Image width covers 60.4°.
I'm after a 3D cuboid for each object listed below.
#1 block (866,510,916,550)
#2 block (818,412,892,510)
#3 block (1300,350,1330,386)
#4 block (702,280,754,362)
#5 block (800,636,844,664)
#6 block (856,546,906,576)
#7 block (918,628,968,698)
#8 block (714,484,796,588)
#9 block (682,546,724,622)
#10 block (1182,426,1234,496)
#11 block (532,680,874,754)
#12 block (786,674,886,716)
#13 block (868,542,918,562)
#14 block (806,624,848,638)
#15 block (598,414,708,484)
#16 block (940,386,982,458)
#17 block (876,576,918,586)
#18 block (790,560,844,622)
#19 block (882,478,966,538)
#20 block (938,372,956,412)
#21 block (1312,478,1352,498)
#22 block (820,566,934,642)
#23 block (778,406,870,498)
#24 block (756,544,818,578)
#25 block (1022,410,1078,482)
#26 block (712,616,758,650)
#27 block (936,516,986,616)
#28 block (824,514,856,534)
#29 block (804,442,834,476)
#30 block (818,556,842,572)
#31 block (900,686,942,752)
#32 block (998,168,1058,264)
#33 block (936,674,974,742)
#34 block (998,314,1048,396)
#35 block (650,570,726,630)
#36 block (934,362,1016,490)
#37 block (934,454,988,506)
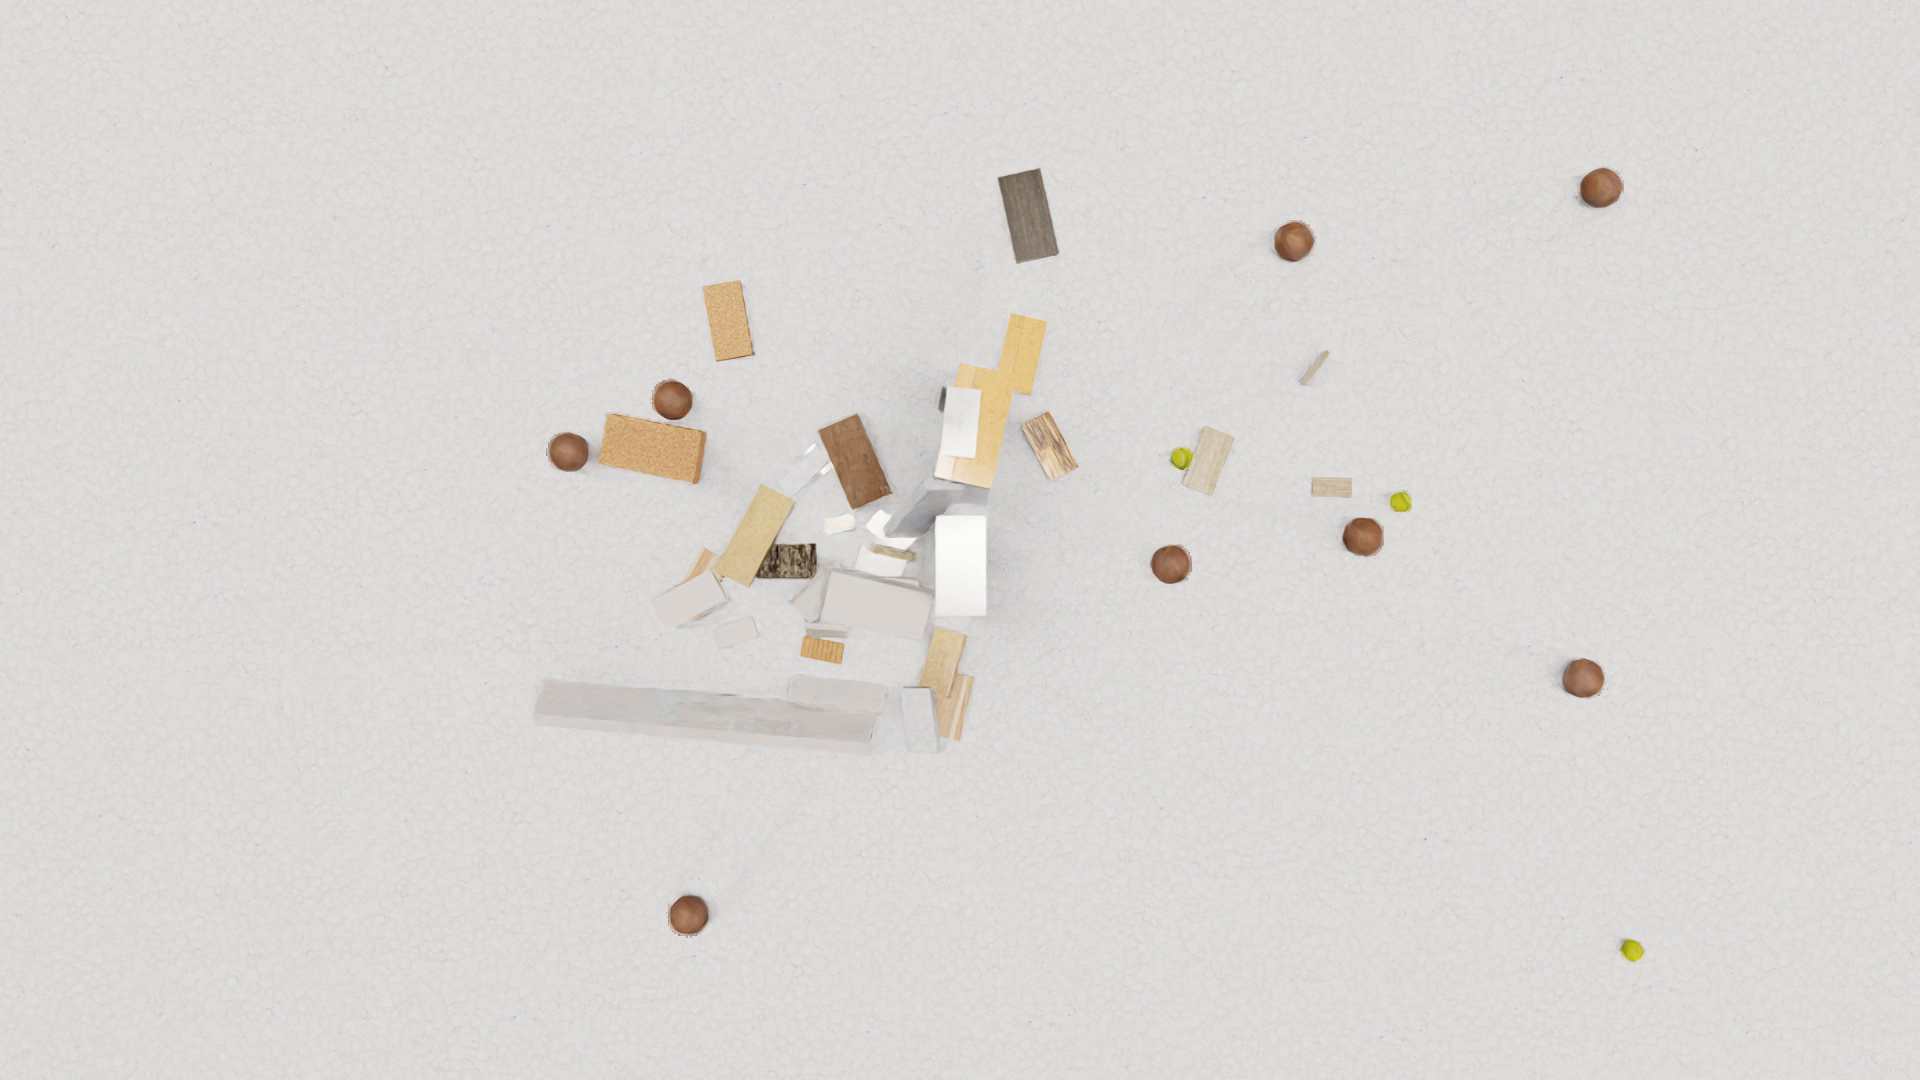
[{"bbox_3d":[-0.231,-0.024,5.489,0.156,0.022,0.078,41,90,0],"label":"block"},{"bbox_3d":[-0.348,-0.260,5.450,0.144,0.041,0.287,-23,101,-2],"label":"block"},{"bbox_3d":[1.176,-0.572,5.468,0.018,0.064,0.129,38,90,0],"label":"block"},{"bbox_3d":[-0.770,-0.728,5.482,0.125,0.035,0.249,-10,90,0],"label":"block"},{"bbox_3d":[-0.459,0.366,5.490,0.138,0.020,0.069,11,90,0],"label":"block"},{"bbox_3d":[-0.264,0.078,5.489,0.156,0.022,0.078,16,90,0],"label":"block"},{"bbox_3d":[-0.057,0.406,5.458,0.108,0.030,0.215,14,85,22],"label":"block"},{"bbox_3d":[-0.676,-0.012,5.452,0.125,0.035,0.326,26,82,8],"label":"block"},{"bbox_3d":[-0.862,0.146,5.484,0.111,0.031,0.222,29,90,0],"label":"block"},{"bbox_3d":[0.825,-0.263,5.485,0.105,0.030,0.211,22,90,0],"label":"block"},{"bbox_3d":[-0.834,0.581,5.417,1.094,0.170,0.048,5,125,0],"label":"block"},{"bbox_3d":[-0.409,0.514,5.460,0.314,0.029,0.101,7,56,0],"label":"block"},{"bbox_3d":[-0.219,0.041,5.430,0.156,0.078,0.022,13,97,0],"label":"block"},{"bbox_3d":[-0.439,0.301,5.465,0.138,0.069,0.020,3,64,0],"label":"block"},{"bbox_3d":[-1.012,-0.303,5.431,0.340,0.048,0.170,11,95,13],"label":"block"},{"bbox_3d":[0.003,-0.361,5.072,0.105,0.030,0.211,6,90,0],"label":"block"},{"bbox_3d":[-0.238,0.173,5.473,0.202,0.029,0.101,0,105,0],"label":"block"},{"bbox_3d":[-0.456,0.170,5.462,0.203,0.029,0.101,-45,120,0],"label":"block"},{"bbox_3d":[-0.117,-0.100,5.231,0.144,0.287,0.041,-4,61,-36],"label":"block"},{"bbox_3d":[0.027,-0.444,5.319,0.180,0.359,0.051,22,82,0],"label":"block"},{"bbox_3d":[1.238,-0.176,5.491,0.129,0.018,0.064,1,90,0],"label":"block"},{"bbox_3d":[-0.274,0.213,5.441,0.340,0.048,0.170,13,106,-4],"label":"block"},{"bbox_3d":[-0.451,-0.292,5.465,0.369,0.018,0.064,-45,97,-7],"label":"block"},{"bbox_3d":[-0.614,0.072,5.476,0.276,0.031,0.111,-1,90,3],"label":"block"},{"bbox_3d":[0.298,-0.311,5.485,0.105,0.030,0.211,-28,90,0],"label":"block"},{"bbox_3d":[-0.747,0.309,5.490,0.138,0.020,0.069,-20,90,0],"label":"block"},{"bbox_3d":[0.003,0.081,5.163,0.157,0.044,0.313,0,90,0],"label":"block"},{"bbox_3d":[-0.400,-0.054,5.493,0.101,0.014,0.050,-12,90,0],"label":"block"},{"bbox_3d":[-0.467,-0.269,5.493,0.050,0.014,0.101,-42,90,0],"label":"block"},{"bbox_3d":[-0.446,0.089,5.492,0.101,0.014,0.050,-18,89,1],"label":"block"},{"bbox_3d":[-0.130,0.592,5.451,0.108,0.030,0.215,-4,98,25],"label":"block"},{"bbox_3d":[0.227,-1.076,5.480,0.144,0.041,0.287,-12,90,0],"label":"block"},{"bbox_3d":[-0.030,0.550,5.485,0.108,0.030,0.215,13,90,0],"label":"block"},{"bbox_3d":[0.201,-0.617,5.482,0.125,0.035,0.249,13,90,0],"label":"block"},{"bbox_3d":[-0.896,0.198,5.453,0.222,0.031,0.111,-28,91,0],"label":"block"},{"bbox_3d":[0.048,-0.352,5.112,0.180,0.051,0.359,13,90,0],"label":"block"},{"bbox_3d":[0.005,-0.194,5.320,0.180,0.359,0.051,4,75,0],"label":"block"}]
